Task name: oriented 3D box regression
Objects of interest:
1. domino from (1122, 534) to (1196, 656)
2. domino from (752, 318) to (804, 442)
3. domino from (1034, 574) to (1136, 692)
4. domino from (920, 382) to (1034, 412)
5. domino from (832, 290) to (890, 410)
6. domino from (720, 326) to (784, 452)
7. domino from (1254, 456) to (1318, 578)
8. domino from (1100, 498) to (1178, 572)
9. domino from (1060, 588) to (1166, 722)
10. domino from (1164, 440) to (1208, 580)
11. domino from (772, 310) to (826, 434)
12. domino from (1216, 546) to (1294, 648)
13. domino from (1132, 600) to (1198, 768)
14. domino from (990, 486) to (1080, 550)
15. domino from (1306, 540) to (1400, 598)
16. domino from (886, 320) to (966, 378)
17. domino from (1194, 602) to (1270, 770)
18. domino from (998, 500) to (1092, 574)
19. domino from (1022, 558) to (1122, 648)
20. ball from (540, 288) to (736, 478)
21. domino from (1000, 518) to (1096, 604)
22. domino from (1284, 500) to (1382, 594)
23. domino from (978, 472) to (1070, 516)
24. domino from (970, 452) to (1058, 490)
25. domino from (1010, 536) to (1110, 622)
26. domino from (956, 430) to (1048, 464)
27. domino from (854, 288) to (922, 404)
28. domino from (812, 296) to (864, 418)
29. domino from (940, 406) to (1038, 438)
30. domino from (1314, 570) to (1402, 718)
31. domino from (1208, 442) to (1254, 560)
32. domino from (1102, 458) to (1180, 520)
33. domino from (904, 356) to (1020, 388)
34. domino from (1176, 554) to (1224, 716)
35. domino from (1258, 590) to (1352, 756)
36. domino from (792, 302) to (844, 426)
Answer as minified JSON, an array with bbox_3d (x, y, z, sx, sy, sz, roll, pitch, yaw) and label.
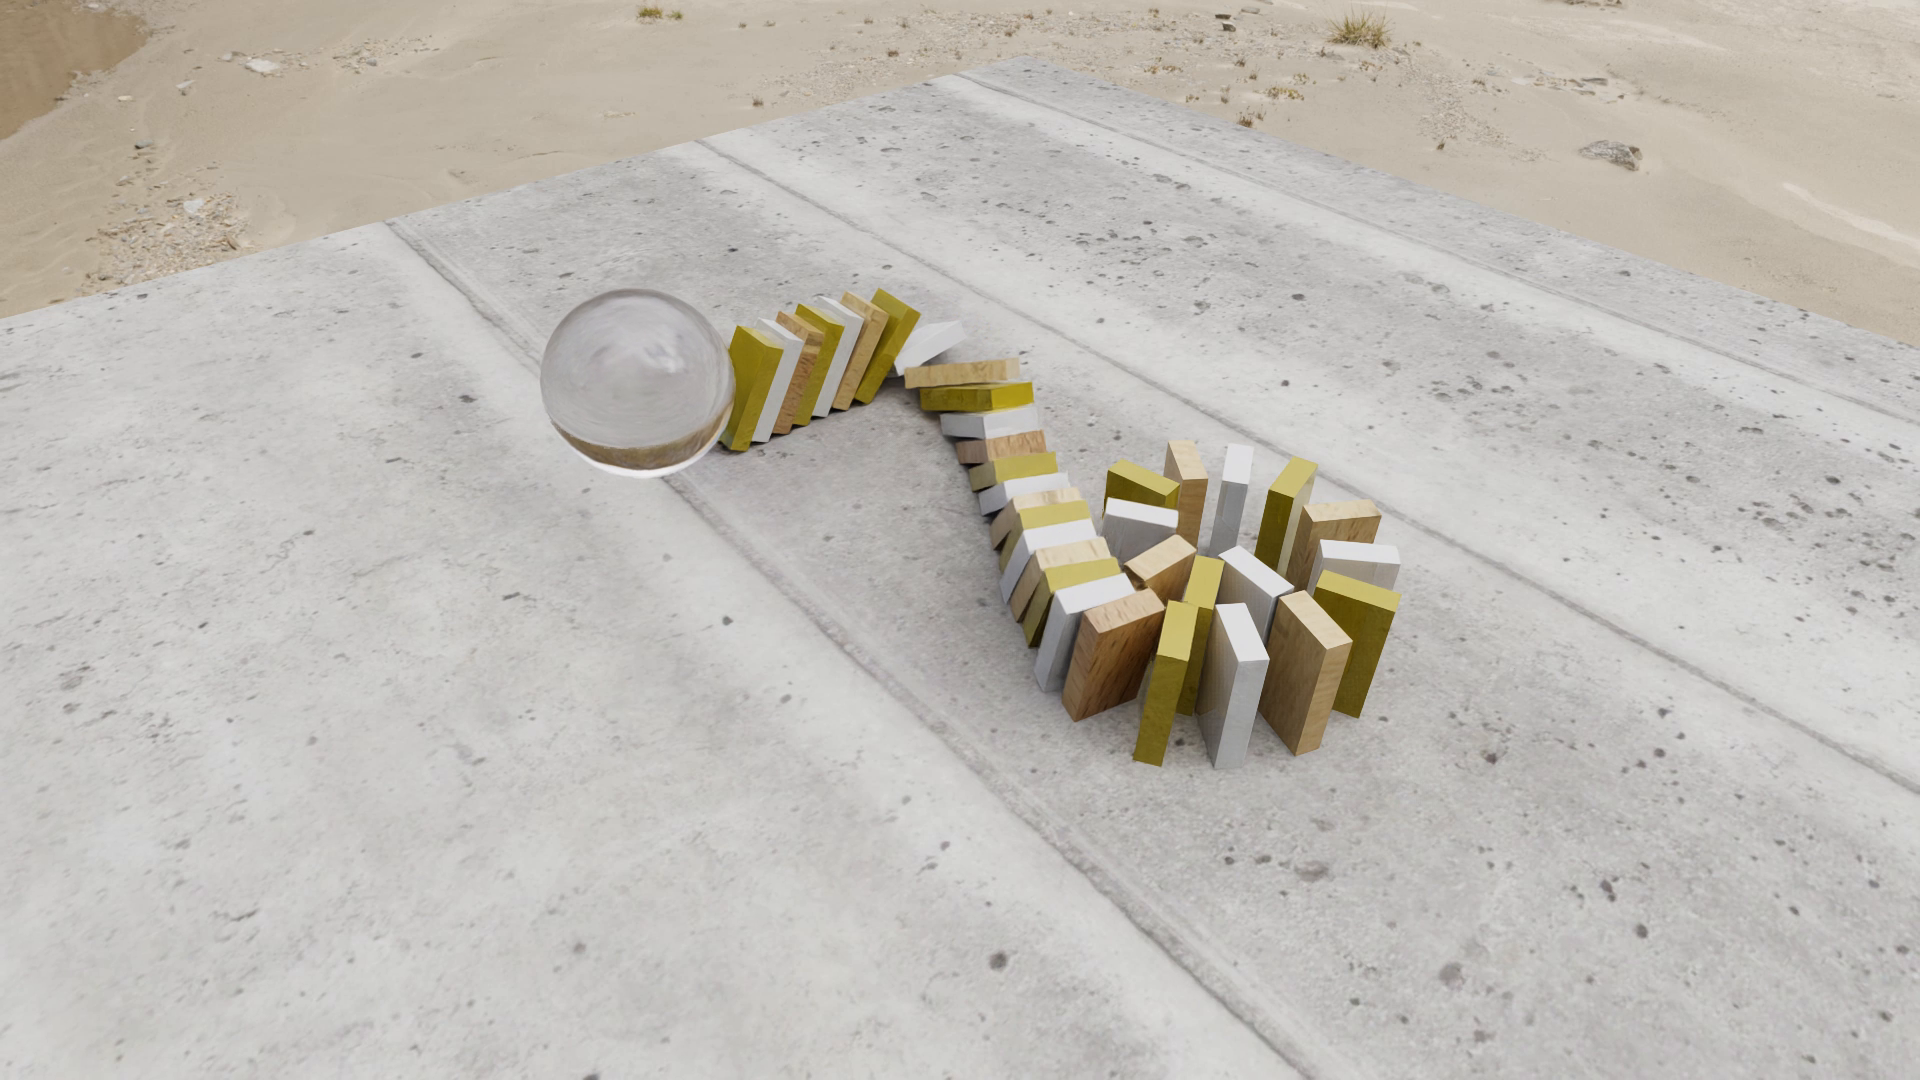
[{"bbox_3d":[0.065,0.023,0.382,0.025,0.050,0.009,-27,53,-29],"label":"domino"},{"bbox_3d":[-0.090,-0.073,0.502,0.009,0.050,0.025,3,27,-48],"label":"domino"},{"bbox_3d":[0.042,0.032,0.372,0.025,0.050,0.009,-13,55,-15],"label":"domino"},{"bbox_3d":[0.007,-0.066,0.505,0.025,0.010,0.050,-16,16,-38],"label":"domino"},{"bbox_3d":[-0.054,-0.090,0.524,0.010,0.050,0.025,8,24,-48],"label":"domino"},{"bbox_3d":[-0.098,-0.068,0.496,0.009,0.050,0.025,3,27,-48],"label":"domino"},{"bbox_3d":[0.122,-0.004,0.416,0.010,0.050,0.025,23,45,26],"label":"domino"},{"bbox_3d":[0.061,0.009,0.399,0.025,0.050,0.009,11,40,6],"label":"domino"},{"bbox_3d":[0.050,0.039,0.364,0.025,0.050,0.010,-18,52,-20],"label":"domino"},{"bbox_3d":[0.085,-0.011,0.425,0.009,0.050,0.025,-3,39,-3],"label":"domino"},{"bbox_3d":[-0.081,-0.077,0.507,0.009,0.050,0.025,3,27,-48],"label":"domino"},{"bbox_3d":[0.097,0.029,0.376,0.009,0.050,0.025,-22,44,-25],"label":"domino"},{"bbox_3d":[0.066,0.047,0.354,0.009,0.050,0.025,13,41,11],"label":"domino"},{"bbox_3d":[0.028,-0.008,0.425,0.025,0.050,0.009,-9,79,-10],"label":"domino"},{"bbox_3d":[0.134,0.023,0.383,0.025,0.050,0.010,5,40,6],"label":"domino"},{"bbox_3d":[-0.023,-0.096,0.553,0.025,0.009,0.050,5,33,46],"label":"domino"},{"bbox_3d":[0.087,0.047,0.354,0.010,0.050,0.025,-4,39,-4],"label":"domino"},{"bbox_3d":[0.031,0.001,0.411,0.025,0.050,0.010,-9,69,-11],"label":"domino"},{"bbox_3d":[0.039,0.023,0.384,0.025,0.050,0.009,-8,65,-10],"label":"domino"},{"bbox_3d":[-0.136,-0.066,0.469,0.080,0.080,0.080,0,39,0],"label":"ball"},{"bbox_3d":[0.032,0.009,0.402,0.025,0.050,0.009,-10,69,-12],"label":"domino"},{"bbox_3d":[0.134,0.009,0.401,0.025,0.050,0.009,-5,40,-7],"label":"domino"},{"bbox_3d":[0.025,-0.018,0.441,0.025,0.009,0.050,-9,-1,-10],"label":"domino"},{"bbox_3d":[0.021,-0.028,0.455,0.025,0.009,0.050,-9,1,-11],"label":"domino"},{"bbox_3d":[0.035,0.015,0.394,0.025,0.050,0.010,-10,69,-12],"label":"domino"},{"bbox_3d":[0.017,-0.040,0.471,0.025,0.009,0.050,-11,6,-13],"label":"domino"},{"bbox_3d":[-0.042,-0.093,0.530,0.025,0.050,0.010,39,12,37],"label":"domino"},{"bbox_3d":[-0.065,-0.086,0.518,0.010,0.050,0.025,3,27,-48],"label":"domino"},{"bbox_3d":[0.012,-0.053,0.488,0.025,0.009,0.050,-12,11,-21],"label":"domino"},{"bbox_3d":[0.128,0.035,0.368,0.025,0.050,0.009,19,43,22],"label":"domino"},{"bbox_3d":[0.103,-0.009,0.423,0.010,0.050,0.025,10,40,12],"label":"domino"},{"bbox_3d":[0.067,-0.004,0.416,0.025,0.050,0.009,28,47,30],"label":"domino"},{"bbox_3d":[0.001,-0.080,0.525,0.050,0.009,0.025,-2,11,18],"label":"domino"},{"bbox_3d":[0.079,0.033,0.372,0.010,0.050,0.025,12,41,15],"label":"domino"},{"bbox_3d":[0.111,0.044,0.358,0.010,0.050,0.025,-14,41,-16],"label":"domino"},{"bbox_3d":[-0.073,-0.082,0.513,0.009,0.050,0.025,3,27,-48],"label":"domino"}]
